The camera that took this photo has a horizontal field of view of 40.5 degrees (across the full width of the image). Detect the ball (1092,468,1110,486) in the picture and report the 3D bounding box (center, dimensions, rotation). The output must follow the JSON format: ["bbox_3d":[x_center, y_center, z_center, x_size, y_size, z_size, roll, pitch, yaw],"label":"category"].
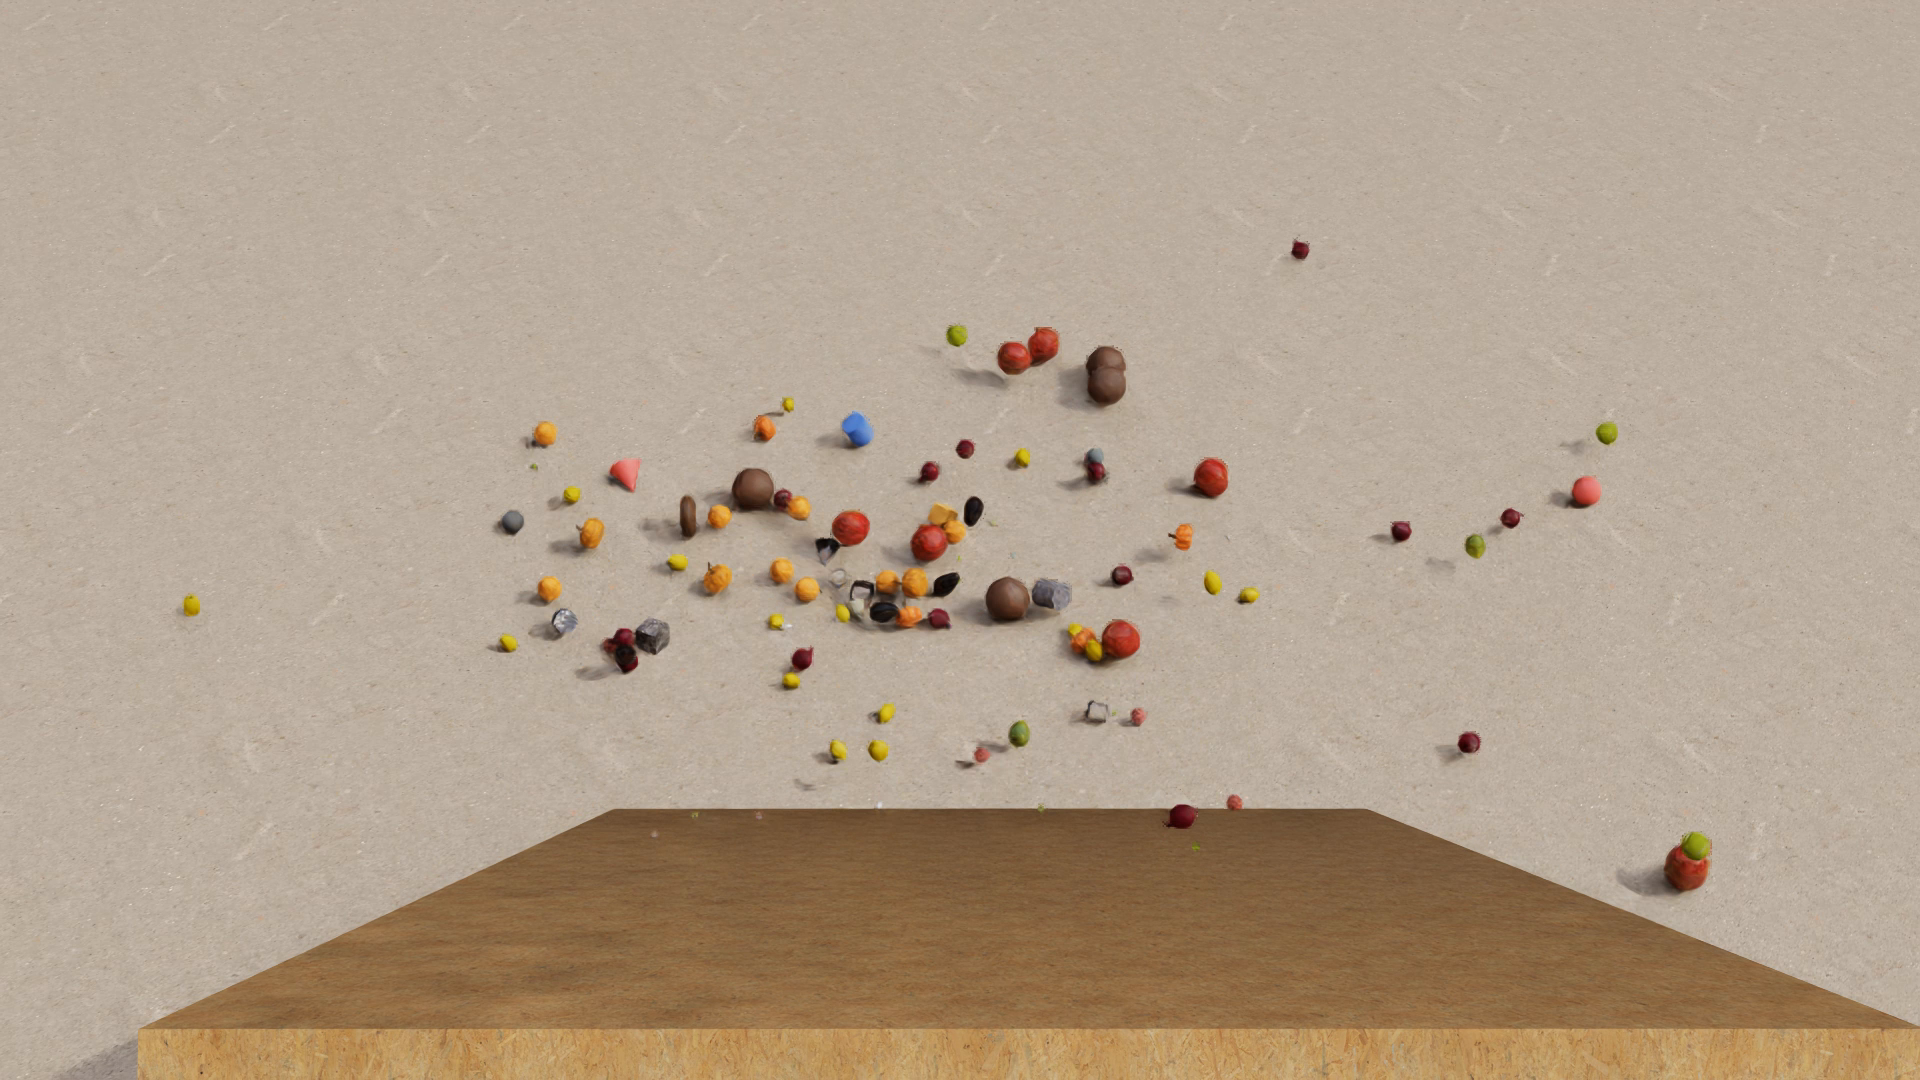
[{"bbox_3d":[0.444,-0.202,8.224,0.056,0.056,0.056,0,37,0],"label":"ball"}]

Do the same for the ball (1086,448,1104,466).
[{"bbox_3d":[0.431,-0.266,8.308,0.060,0.060,0.060,0,37,0],"label":"ball"}]

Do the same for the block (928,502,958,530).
[{"bbox_3d":[-0.053,-0.074,8.031,0.058,0.058,0.058,32,13,36],"label":"block"}]

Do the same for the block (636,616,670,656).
[{"bbox_3d":[-0.893,0.279,7.564,0.069,0.069,0.069,19,41,24],"label":"block"}]

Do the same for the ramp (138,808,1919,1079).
[{"bbox_3d":[0.080,0.680,4.906,2.000,0.100,4.000,0,-2,0],"label":"ramp"}]

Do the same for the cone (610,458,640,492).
[{"bbox_3d":[-1.044,-0.189,8.212,0.098,0.098,0.098,-14,63,-18],"label":"cone"}]

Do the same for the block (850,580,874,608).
[{"bbox_3d":[-0.292,0.161,7.735,0.056,0.056,0.056,8,37,10],"label":"block"}]

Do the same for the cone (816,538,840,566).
[{"bbox_3d":[-0.407,0.046,7.908,0.078,0.078,0.078,5,64,7],"label":"cone"}]

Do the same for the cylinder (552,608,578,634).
[{"bbox_3d":[-1.155,0.237,7.602,0.067,0.067,0.067,-10,5,-13],"label":"cylinder"}]

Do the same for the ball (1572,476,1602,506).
[{"bbox_3d":[1.962,-0.154,8.130,0.090,0.090,0.090,0,37,0],"label":"ball"}]

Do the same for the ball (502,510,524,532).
[{"bbox_3d":[-1.379,-0.057,8.019,0.068,0.068,0.068,0,37,0],"label":"ball"}]

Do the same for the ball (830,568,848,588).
[{"bbox_3d":[-0.362,0.114,7.797,0.058,0.058,0.058,0,37,0],"label":"ball"}]

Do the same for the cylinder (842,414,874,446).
[{"bbox_3d":[-0.327,-0.354,8.372,0.077,0.077,0.077,-18,45,19],"label":"cylinder"}]

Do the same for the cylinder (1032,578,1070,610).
[{"bbox_3d":[0.268,0.161,7.658,0.081,0.081,0.081,12,35,41],"label":"cylinder"}]
